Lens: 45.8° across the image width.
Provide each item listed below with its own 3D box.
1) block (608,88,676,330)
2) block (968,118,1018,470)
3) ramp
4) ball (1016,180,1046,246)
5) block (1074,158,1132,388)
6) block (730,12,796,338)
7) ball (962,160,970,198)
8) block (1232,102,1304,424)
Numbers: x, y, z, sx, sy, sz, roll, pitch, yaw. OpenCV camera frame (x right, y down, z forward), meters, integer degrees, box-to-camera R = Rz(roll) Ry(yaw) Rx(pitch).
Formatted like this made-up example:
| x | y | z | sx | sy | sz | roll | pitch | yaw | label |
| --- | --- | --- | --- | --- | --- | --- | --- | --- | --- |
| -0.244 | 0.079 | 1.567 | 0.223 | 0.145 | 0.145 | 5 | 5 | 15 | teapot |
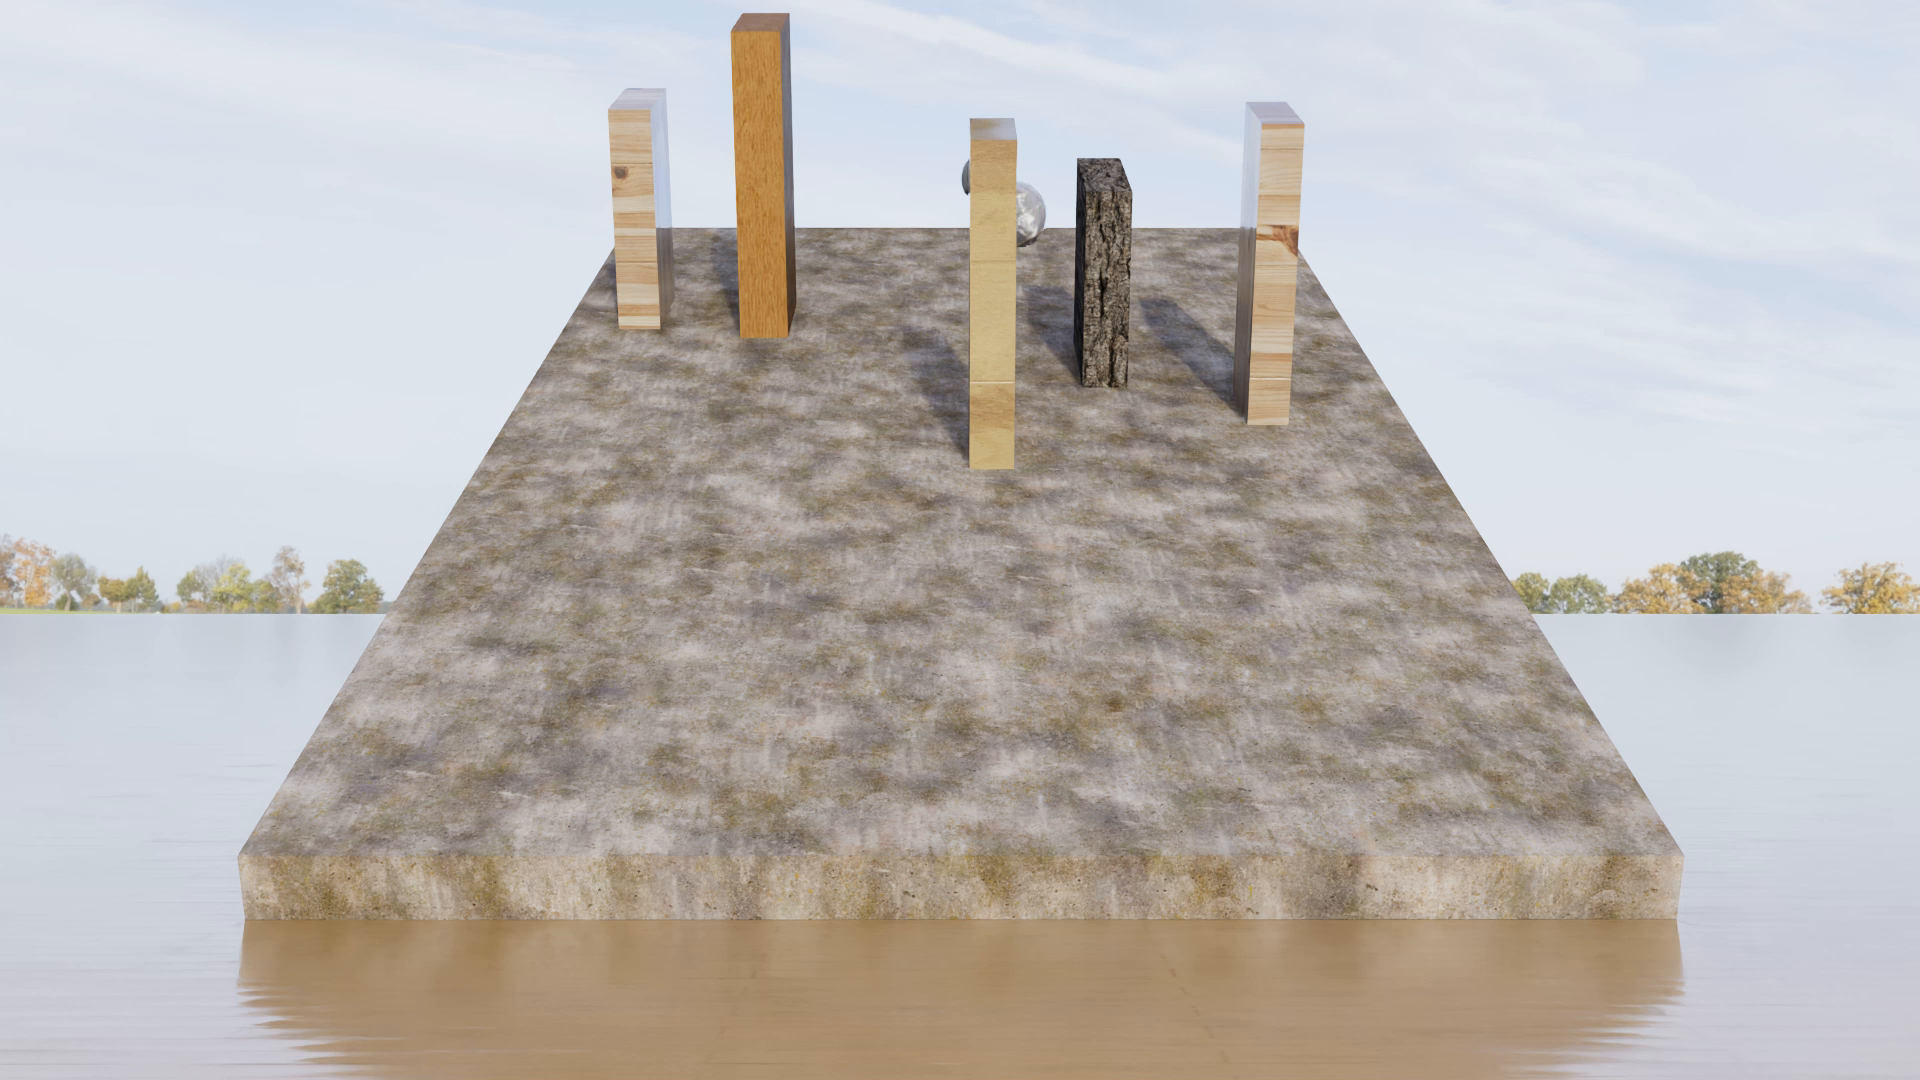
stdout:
| x | y | z | sx | sy | sz | roll | pitch | yaw | label |
| --- | --- | --- | --- | --- | --- | --- | --- | --- | --- |
| -0.814 | -0.854 | 5.828 | 0.105 | 0.556 | 0.331 | 0 | 20 | 0 | block |
| 0.066 | -0.512 | 4.719 | 0.093 | 0.685 | 0.252 | 0 | 20 | 0 | block |
| -0.005 | -0.209 | 5.031 | 2.000 | 0.100 | 4.000 | 0 | 20 | 0 | ramp |
| 0.156 | -0.953 | 6.627 | 0.191 | 0.191 | 0.191 | 0 | -2 | 0 | ball |
| 0.336 | -0.641 | 5.395 | 0.104 | 0.459 | 0.409 | 0 | 20 | 0 | block |
| -0.491 | -0.921 | 5.720 | 0.119 | 0.756 | 0.343 | 0 | 20 | 0 | block |
| 0.088 | -1.101 | 6.918 | 0.168 | 0.168 | 0.168 | 0 | -2 | 0 | ball |
| 0.680 | -0.614 | 5.027 | 0.091 | 0.664 | 0.280 | 0 | 20 | 0 | block |
